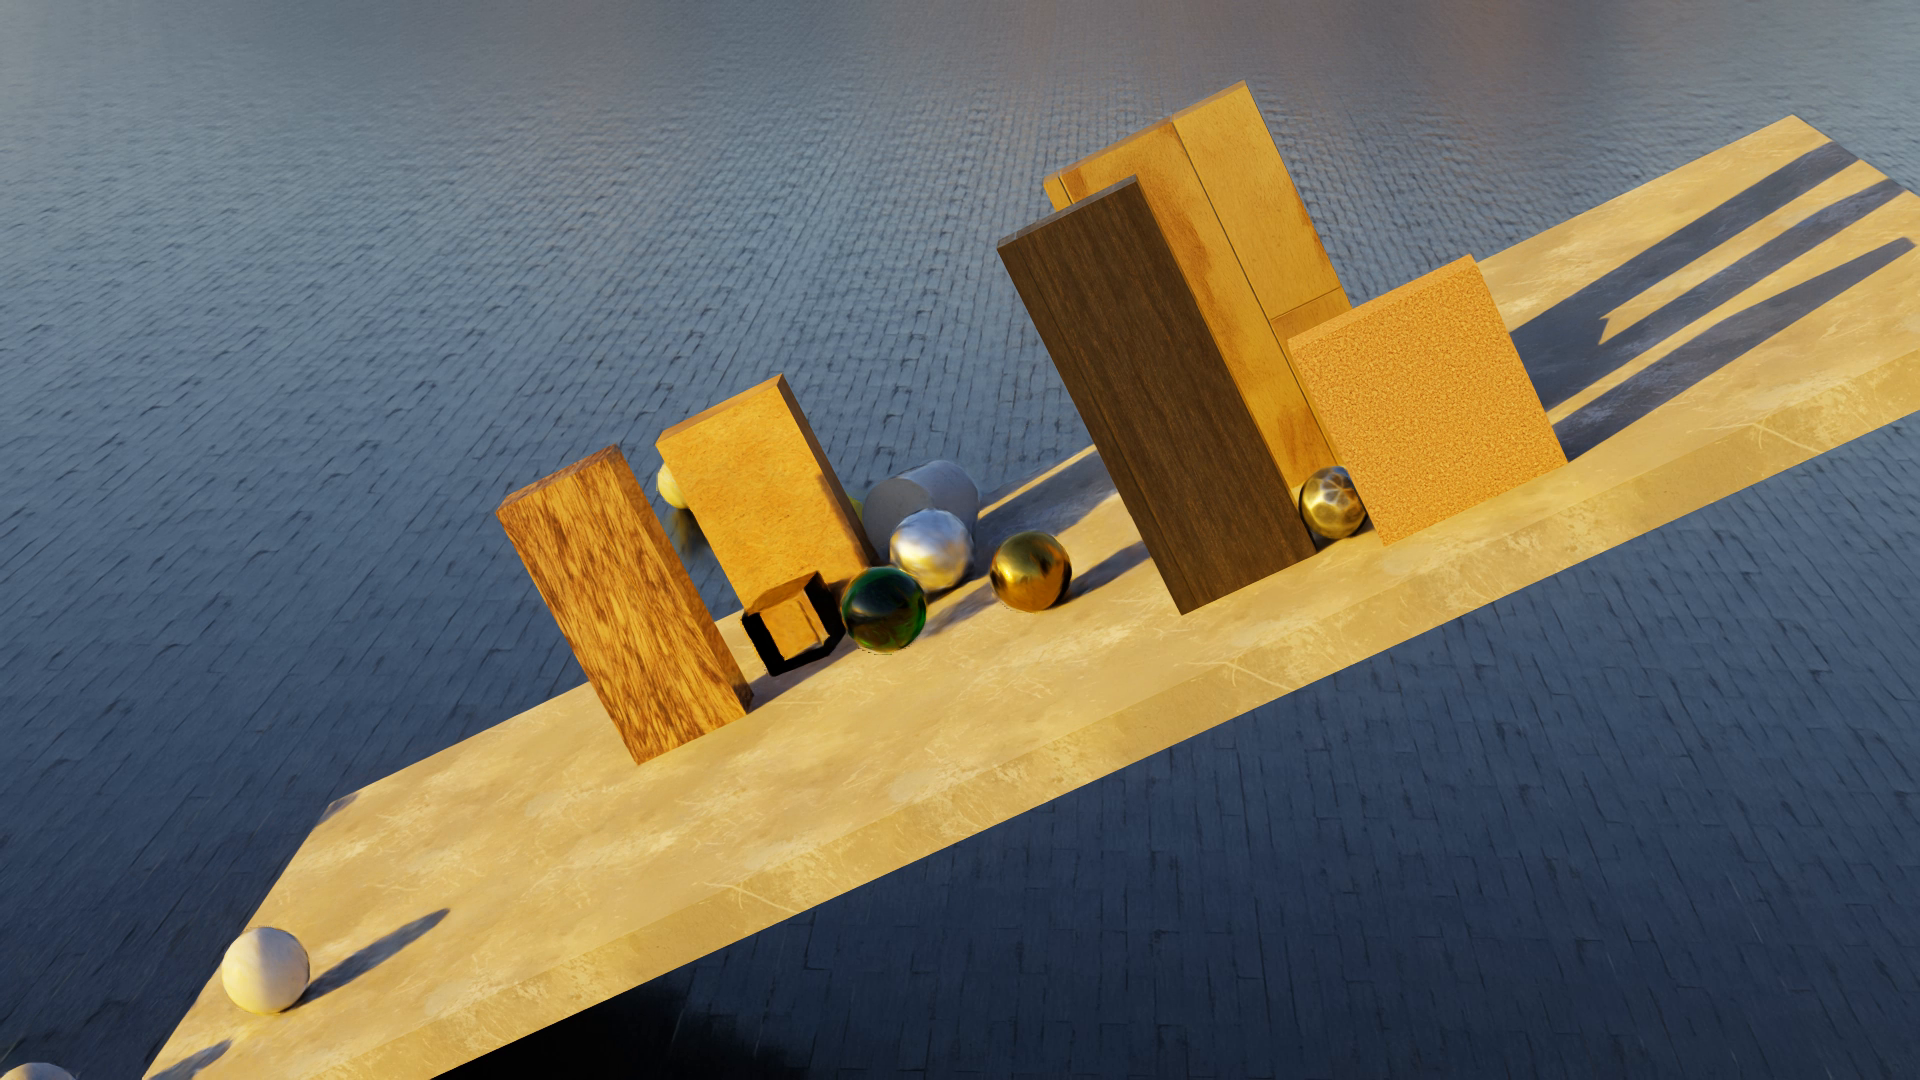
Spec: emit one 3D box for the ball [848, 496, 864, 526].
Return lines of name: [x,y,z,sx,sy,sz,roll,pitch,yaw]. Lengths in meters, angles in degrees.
ball: [-0.287,-0.044,7.244,0.128,0.128,0.128,0,17,0]

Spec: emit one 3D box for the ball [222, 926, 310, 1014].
ball: [-1.426,0.885,6.044,0.178,0.178,0.178,0,17,0]

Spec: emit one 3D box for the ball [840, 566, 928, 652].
ball: [-0.164,0.149,6.324,0.186,0.186,0.186,0,17,0]

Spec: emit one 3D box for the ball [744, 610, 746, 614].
ball: [-0.449,0.158,6.965,0.126,0.126,0.126,0,17,0]

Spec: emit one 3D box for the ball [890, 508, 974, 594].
ball: [-0.063,0.024,6.579,0.190,0.190,0.190,0,17,0]

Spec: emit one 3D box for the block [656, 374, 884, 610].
block: [-0.423,-0.057,6.771,0.312,0.563,0.121,-25,14,10]

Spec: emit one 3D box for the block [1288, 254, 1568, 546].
block: [0.853,-0.254,5.373,0.365,0.409,0.099,-25,14,10]

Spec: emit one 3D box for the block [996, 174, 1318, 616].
block: [0.374,-0.268,5.531,0.285,0.790,0.088,-25,14,10]

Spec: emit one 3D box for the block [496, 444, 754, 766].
block: [-0.730,0.143,6.447,0.274,0.646,0.134,-25,14,10]

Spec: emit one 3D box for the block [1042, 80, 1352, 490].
block: [0.545,-0.476,5.976,0.448,0.788,0.087,-25,14,10]

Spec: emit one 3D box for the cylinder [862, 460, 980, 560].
cylinder: [-0.091,-0.067,6.859,0.204,0.204,0.204,8,16,25]

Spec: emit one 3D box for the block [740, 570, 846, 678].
block: [-0.372,0.189,6.642,0.154,0.154,0.154,-22,15,23]

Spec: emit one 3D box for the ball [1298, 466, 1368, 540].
ball: [0.708,-0.070,5.557,0.138,0.138,0.138,0,17,0]

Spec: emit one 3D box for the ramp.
ramp: [0.139,0.168,6.281,4.000,0.100,2.000,-25,14,10]

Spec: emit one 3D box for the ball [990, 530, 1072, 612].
ball: [0.146,0.065,6.072,0.169,0.169,0.169,0,17,0]

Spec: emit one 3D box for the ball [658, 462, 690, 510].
ball: [-0.978,-0.211,10.512,0.203,0.203,0.203,0,17,0]

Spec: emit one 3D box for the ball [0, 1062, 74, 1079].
ball: [-1.858,1.144,5.912,0.188,0.188,0.188,0,17,0]
